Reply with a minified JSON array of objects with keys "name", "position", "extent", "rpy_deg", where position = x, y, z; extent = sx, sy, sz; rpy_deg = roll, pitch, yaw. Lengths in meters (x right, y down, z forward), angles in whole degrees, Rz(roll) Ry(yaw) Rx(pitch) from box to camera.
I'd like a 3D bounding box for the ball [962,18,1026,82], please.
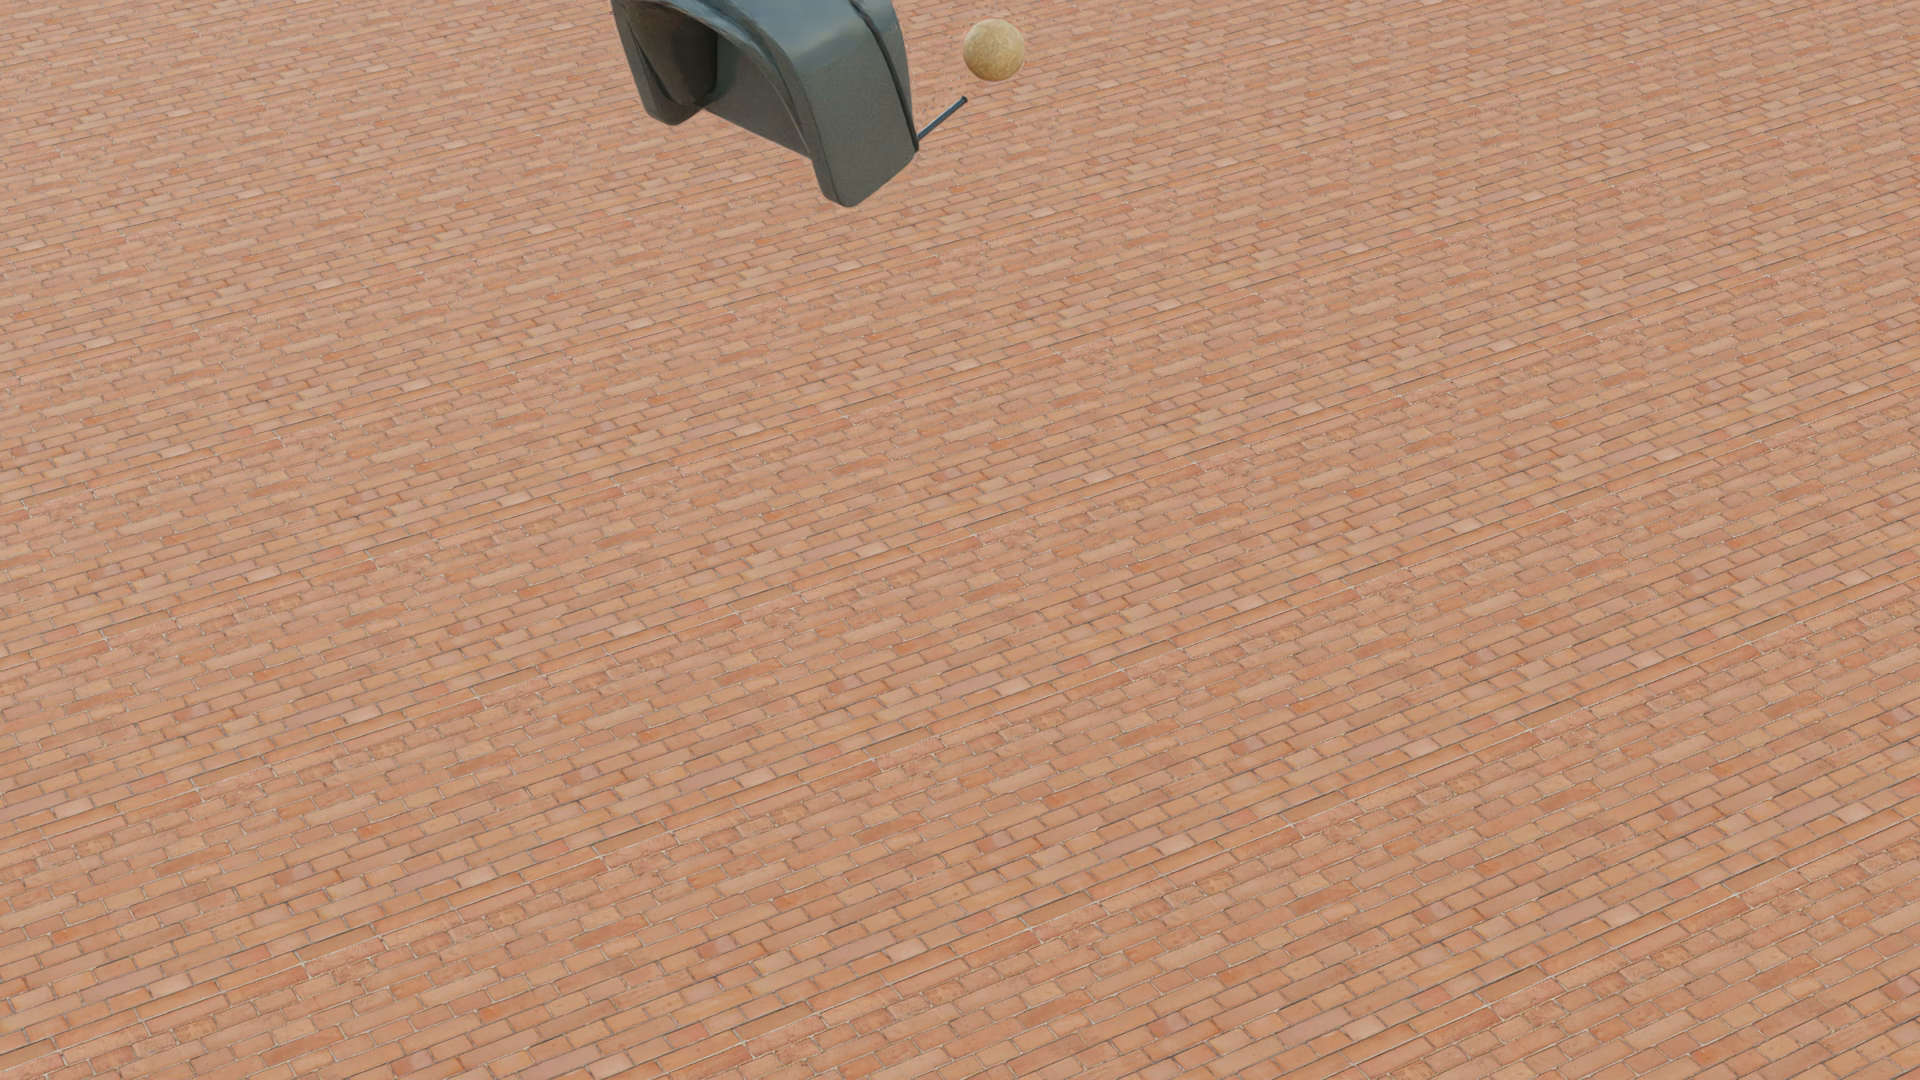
[{"name":"ball","position":[0.106,-1.535,9.184],"extent":[0.196,0.196,0.196],"rpy_deg":[0,33,0]}]
